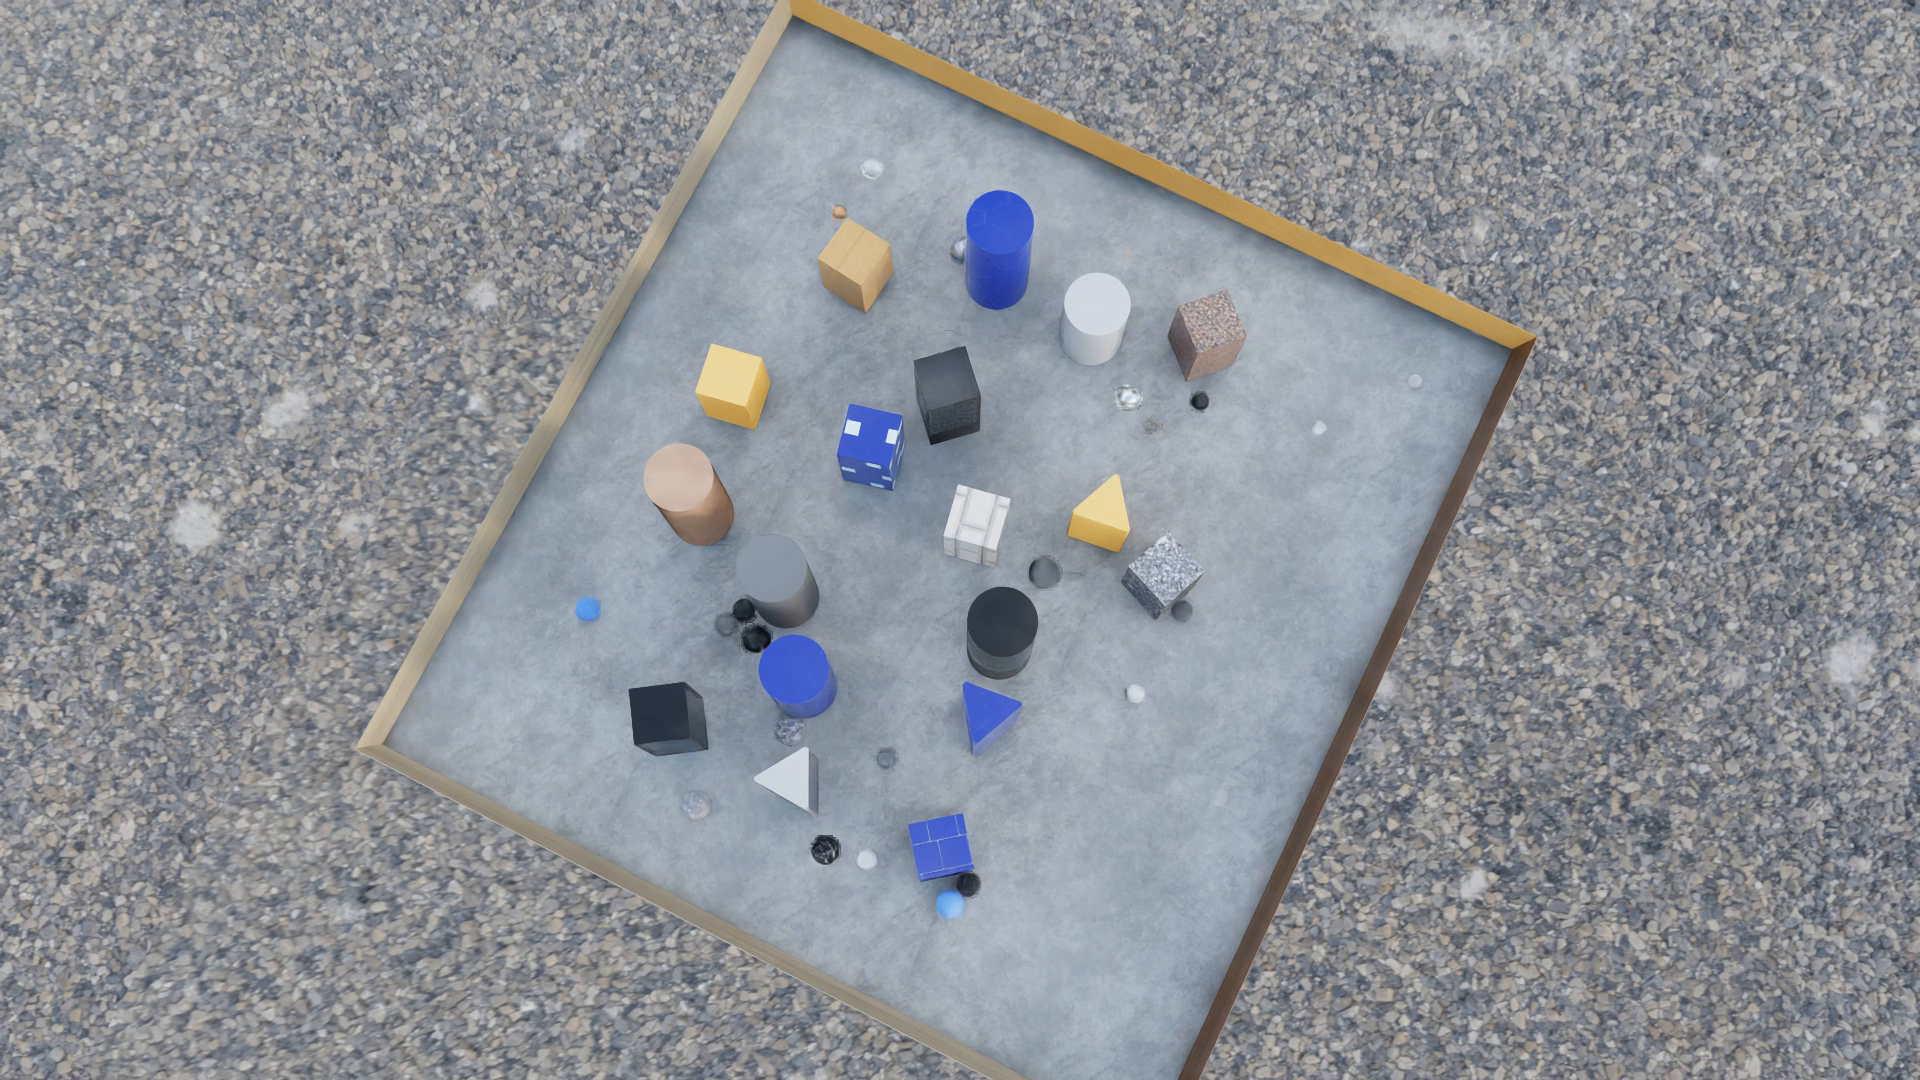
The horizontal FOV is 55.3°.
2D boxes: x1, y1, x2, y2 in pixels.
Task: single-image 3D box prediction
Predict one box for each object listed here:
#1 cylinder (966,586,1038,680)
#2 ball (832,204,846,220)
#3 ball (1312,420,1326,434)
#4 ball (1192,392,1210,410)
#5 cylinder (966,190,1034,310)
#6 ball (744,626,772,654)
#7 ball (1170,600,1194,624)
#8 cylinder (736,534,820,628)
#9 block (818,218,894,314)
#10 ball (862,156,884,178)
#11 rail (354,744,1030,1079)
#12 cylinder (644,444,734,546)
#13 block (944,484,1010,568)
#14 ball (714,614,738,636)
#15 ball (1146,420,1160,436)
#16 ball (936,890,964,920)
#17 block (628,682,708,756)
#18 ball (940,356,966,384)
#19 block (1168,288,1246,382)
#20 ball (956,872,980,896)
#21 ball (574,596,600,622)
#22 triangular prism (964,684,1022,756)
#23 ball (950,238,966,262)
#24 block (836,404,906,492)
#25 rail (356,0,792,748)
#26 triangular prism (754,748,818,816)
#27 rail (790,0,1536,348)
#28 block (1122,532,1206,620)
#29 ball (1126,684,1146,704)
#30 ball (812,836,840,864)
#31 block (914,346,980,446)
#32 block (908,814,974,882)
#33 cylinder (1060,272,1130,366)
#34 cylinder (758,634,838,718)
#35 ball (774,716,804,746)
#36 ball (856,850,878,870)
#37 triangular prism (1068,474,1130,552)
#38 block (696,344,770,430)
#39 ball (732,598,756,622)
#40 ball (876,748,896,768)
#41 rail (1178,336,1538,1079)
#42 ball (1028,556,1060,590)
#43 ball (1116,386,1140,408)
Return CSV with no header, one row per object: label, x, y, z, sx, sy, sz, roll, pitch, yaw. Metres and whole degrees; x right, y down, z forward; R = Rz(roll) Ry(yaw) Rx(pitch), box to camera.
cylinder,0.118,0.275,5.309,0.198,0.491,0.198,0,78,0
ball,-0.382,-1.038,5.808,0.046,0.046,0.046,0,78,0
ball,1.111,-0.347,5.666,0.044,0.044,0.044,0,78,0
ball,0.745,-0.429,5.677,0.055,0.055,0.055,0,78,0
cylinder,0.116,-0.871,5.547,0.198,0.489,0.198,0,78,0
ball,-0.609,0.300,5.511,0.085,0.085,0.085,0,78,0
ball,0.668,0.216,5.514,0.070,0.070,0.070,0,78,0
cylinder,-0.527,0.125,5.353,0.198,0.465,0.198,0,78,0
block,-0.320,-0.846,5.660,0.158,0.258,0.158,33,80,6
ball,-0.278,-1.184,5.826,0.070,0.070,0.070,0,78,0
rail,-0.596,1.175,5.307,2.606,0.128,0.045,26,80,5
cylinder,-0.793,-0.128,5.395,0.198,0.486,0.198,0,78,0
block,0.050,-0.039,5.484,0.158,0.276,0.158,16,79,3
ball,-0.705,0.256,5.525,0.069,0.069,0.069,0,78,0
ball,0.597,-0.345,5.665,0.046,0.046,0.046,0,78,0
ball,-0.028,1.067,5.353,0.083,0.083,0.083,0,78,0
block,-0.841,0.523,5.314,0.158,0.380,0.158,-7,78,-2
ball,-0.021,-0.526,5.679,0.082,0.082,0.082,0,78,0
block,0.752,-0.623,5.599,0.158,0.287,0.158,-20,79,-4
ball,0.023,1.010,5.371,0.071,0.071,0.071,0,78,0
ball,-1.126,0.209,5.535,0.076,0.076,0.076,0,78,0
triangular prism,0.059,0.496,5.301,0.171,0.417,0.148,-39,81,-7
ball,0.006,-0.911,5.763,0.073,0.073,0.073,0,78,0
block,-0.265,-0.276,5.512,0.158,0.317,0.158,13,79,3
rail,-1.144,-0.553,5.665,0.045,0.128,2.714,26,80,5
triangular prism,-0.464,0.679,5.289,0.171,0.366,0.148,29,80,6
rail,0.596,-1.161,5.790,2.606,0.128,0.045,26,80,5
block,0.602,0.110,5.462,0.158,0.259,0.158,-41,81,-8
ball,0.527,0.461,5.492,0.058,0.058,0.058,0,78,0
ball,-0.396,0.912,5.385,0.083,0.083,0.083,0,78,0
block,-0.038,-0.429,5.505,0.158,0.394,0.158,-16,79,-3
block,-0.054,0.891,5.294,0.158,0.271,0.158,-11,79,-2
cylinder,0.410,-0.673,5.603,0.198,0.298,0.198,0,78,0
cylinder,-0.468,0.401,5.343,0.198,0.374,0.198,0,78,0
ball,-0.509,0.567,5.453,0.091,0.091,0.091,0,78,0
ball,-0.274,0.941,5.391,0.059,0.059,0.059,0,78,0
triangular prism,0.433,-0.091,5.476,0.171,0.312,0.148,19,79,4
block,-0.688,-0.464,5.579,0.158,0.263,0.158,16,79,3
ball,-0.652,0.212,5.537,0.070,0.070,0.070,0,78,0
ball,-0.220,0.649,5.451,0.061,0.061,0.061,0,78,0
rail,1.144,0.567,5.433,0.045,0.128,2.714,26,80,5
ball,0.256,0.101,5.545,0.099,0.099,0.099,0,78,0
ball,0.521,-0.443,5.672,0.072,0.072,0.072,0,78,0
